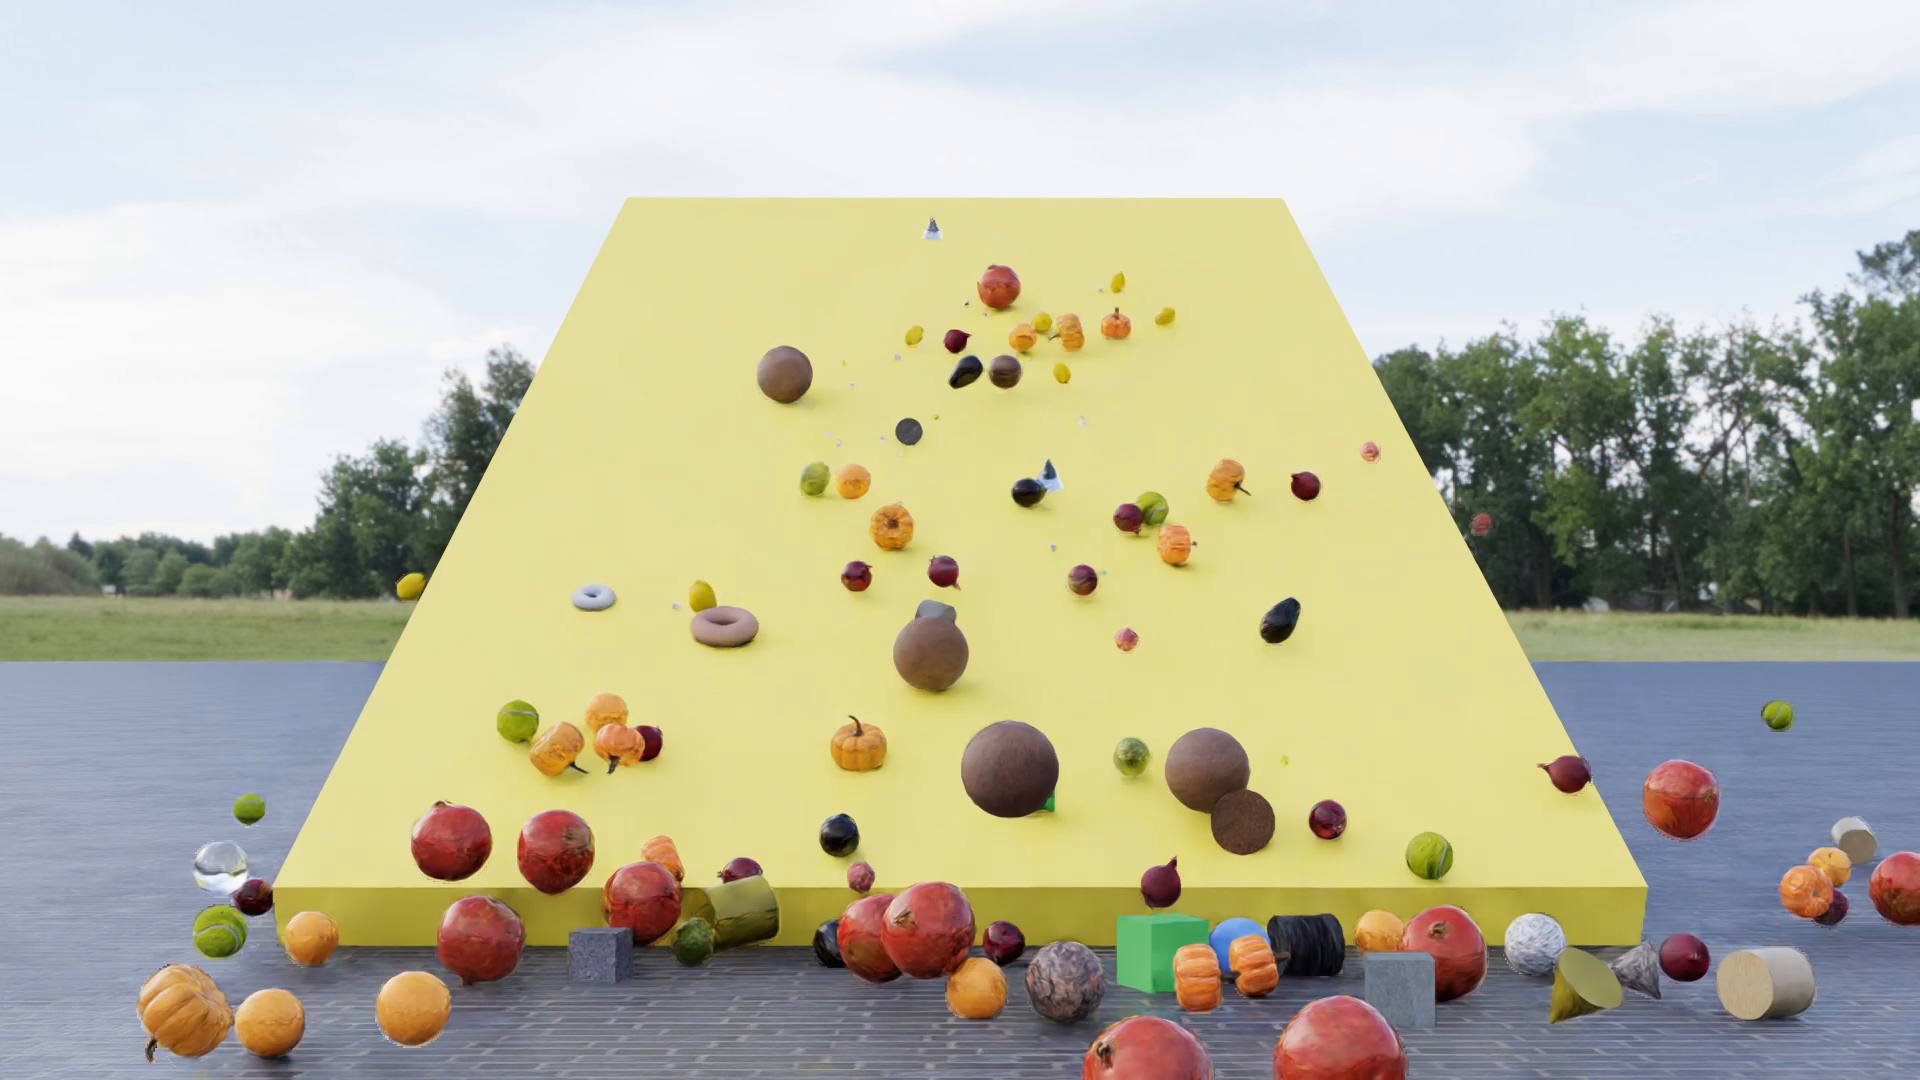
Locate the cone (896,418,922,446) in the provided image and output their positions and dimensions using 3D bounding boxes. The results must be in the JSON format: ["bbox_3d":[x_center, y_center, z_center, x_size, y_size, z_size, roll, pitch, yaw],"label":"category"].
[{"bbox_3d":[-0.116,-0.235,5.077,0.061,0.061,0.061,0,-3,-9],"label":"cone"}]

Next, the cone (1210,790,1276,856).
[{"bbox_3d":[0.418,0.424,3.490,0.098,0.098,0.098,0,-4,-4],"label":"cone"}]

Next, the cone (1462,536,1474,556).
[{"bbox_3d":[1.072,0.030,5.055,0.079,0.079,0.079,1,0,-19],"label":"cone"}]

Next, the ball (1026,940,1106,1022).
[{"bbox_3d":[0.123,0.514,2.687,0.094,0.094,0.094,0,-3,0],"label":"ball"}]

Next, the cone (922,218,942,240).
[{"bbox_3d":[-0.079,-0.897,6.609,0.060,0.060,0.060,0,23,0],"label":"cone"}]

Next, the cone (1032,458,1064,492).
[{"bbox_3d":[0.185,-0.143,4.812,0.065,0.065,0.065,0,23,0],"label":"cone"}]

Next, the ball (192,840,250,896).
[{"bbox_3d":[-1.121,0.498,3.503,0.082,0.082,0.082,0,-3,0],"label":"ball"}]

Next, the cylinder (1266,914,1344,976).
[{"bbox_3d":[0.460,0.541,3.079,0.080,0.080,0.080,1,-3,-14],"label":"cylinder"}]

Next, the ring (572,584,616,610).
[{"bbox_3d":[-0.676,0.107,4.262,0.081,0.027,0.081,1,24,0],"label":"ring"}]

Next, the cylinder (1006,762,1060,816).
[{"bbox_3d":[0.113,0.382,3.546,0.065,0.065,0.065,16,0,9],"label":"cylinder"}]

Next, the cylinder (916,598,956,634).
[{"bbox_3d":[-0.043,0.138,4.153,0.053,0.053,0.053,15,6,31],"label":"cylinder"}]

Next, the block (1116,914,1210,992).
[{"bbox_3d":[0.262,0.532,2.979,0.087,0.087,0.087,1,-3,-26],"label":"block"}]

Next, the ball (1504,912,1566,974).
[{"bbox_3d":[0.769,0.540,3.088,0.082,0.082,0.082,0,-3,0],"label":"ball"}]

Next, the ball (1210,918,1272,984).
[{"bbox_3d":[0.362,0.534,3.001,0.085,0.085,0.085,0,-3,0],"label":"ball"}]

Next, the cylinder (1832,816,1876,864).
[{"bbox_3d":[1.838,0.617,4.747,0.074,0.074,0.074,-1,12,10],"label":"cylinder"}]

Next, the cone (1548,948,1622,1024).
[{"bbox_3d":[0.653,0.495,2.476,0.080,0.080,0.080,21,34,-15],"label":"cone"}]

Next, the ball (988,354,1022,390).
[{"bbox_3d":[0.104,-0.388,5.325,0.080,0.080,0.080,0,-3,0],"label":"ball"}]

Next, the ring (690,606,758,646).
[{"bbox_3d":[-0.421,0.155,4.131,0.122,0.041,0.122,1,22,0],"label":"ring"}]

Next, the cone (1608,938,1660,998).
[{"bbox_3d":[0.816,0.530,2.836,0.075,0.075,0.075,-9,-5,13],"label":"cone"}]

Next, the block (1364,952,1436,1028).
[{"bbox_3d":[0.513,0.524,2.694,0.076,0.076,0.076,0,-3,7],"label":"block"}]

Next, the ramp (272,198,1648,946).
[{"bbox_3d":[-0.007,-0.225,5.217,2.000,0.100,4.000,0,23,0],"label":"ramp"}]

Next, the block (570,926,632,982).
[{"bbox_3d":[-0.474,0.547,3.048,0.064,0.064,0.064,-1,-3,12],"label":"block"}]

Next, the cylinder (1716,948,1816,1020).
[{"bbox_3d":[0.946,0.520,2.710,0.080,0.080,0.080,3,-4,-35],"label":"cylinder"}]
